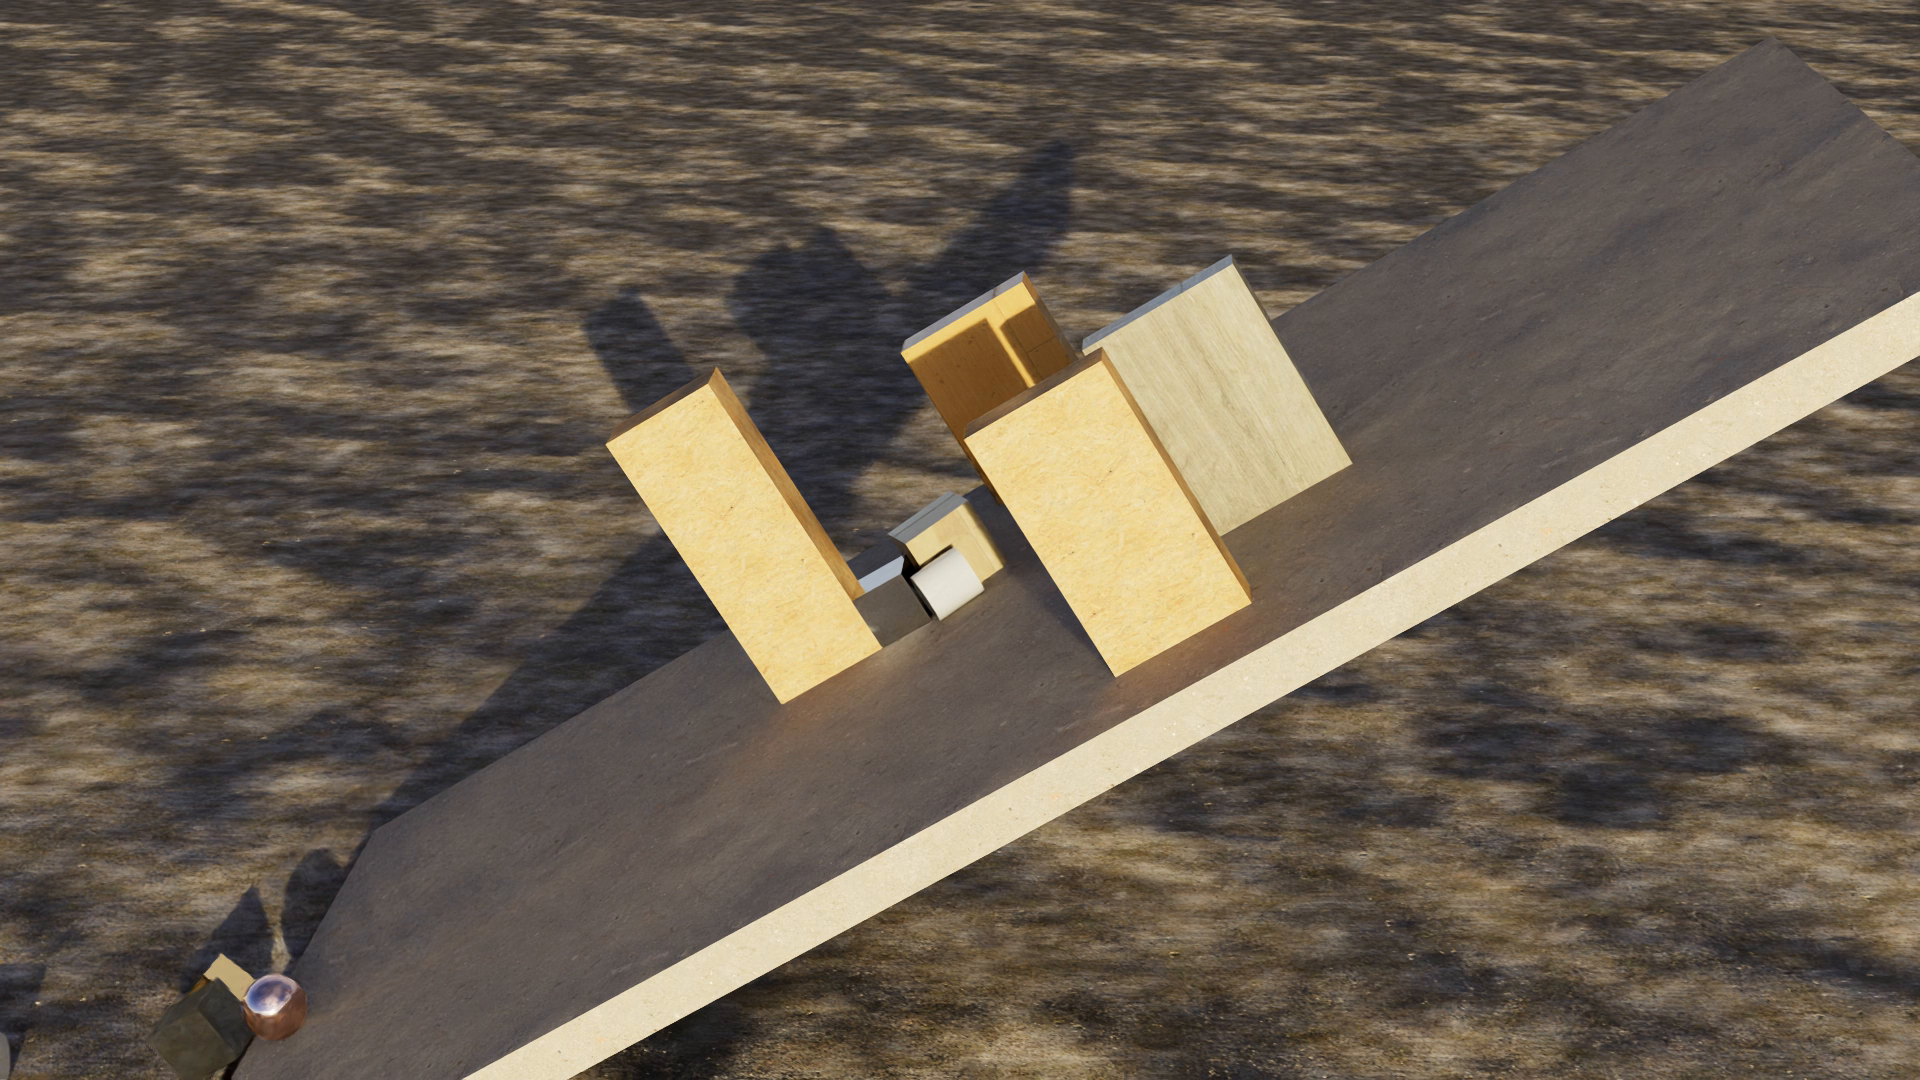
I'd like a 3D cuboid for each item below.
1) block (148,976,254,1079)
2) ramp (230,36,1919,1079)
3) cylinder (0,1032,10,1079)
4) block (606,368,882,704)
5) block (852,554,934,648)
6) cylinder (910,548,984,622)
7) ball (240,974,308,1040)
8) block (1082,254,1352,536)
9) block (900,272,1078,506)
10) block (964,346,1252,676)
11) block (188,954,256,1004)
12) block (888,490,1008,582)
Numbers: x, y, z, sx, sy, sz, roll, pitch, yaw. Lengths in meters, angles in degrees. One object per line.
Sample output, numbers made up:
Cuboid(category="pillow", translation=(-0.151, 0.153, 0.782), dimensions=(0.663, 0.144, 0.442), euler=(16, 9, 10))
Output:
Cuboid(category="block", translation=(-1.699, 1.106, 6.611), dimensions=(0.147, 0.147, 0.147), euler=(-33, 13, 15))
Cuboid(category="ramp", translation=(0.141, 0.169, 6.289), dimensions=(4.000, 0.100, 2.000), euler=(-29, 15, 13))
Cuboid(category="cylinder", translation=(-2.203, 1.166, 6.543), dimensions=(0.138, 0.138, 0.138), euler=(-1, 19, -2))
Cuboid(category="block", translation=(-0.467, -0.007, 6.517), dimensions=(0.267, 0.708, 0.137), euler=(-29, 15, 13))
Cuboid(category="block", translation=(-0.147, 0.135, 6.540), dimensions=(0.129, 0.129, 0.129), euler=(-29, 15, 13))
Cuboid(category="cylinder", translation=(-0.029, 0.096, 6.444), dimensions=(0.118, 0.118, 0.118), euler=(-34, 26, -6))
Cuboid(category="ball", translation=(-1.508, 1.027, 6.469), dimensions=(0.145, 0.145, 0.145), euler=(0, 19, 0))
Cuboid(category="block", translation=(0.509, -0.275, 5.822), dimensions=(0.339, 0.471, 0.081), euler=(-29, 15, 13))
Cuboid(category="block", translation=(0.121, -0.357, 6.953), dimensions=(0.333, 0.439, 0.107), euler=(-29, 15, 13))
Cuboid(category="block", translation=(0.276, -0.049, 5.446), dimensions=(0.292, 0.541, 0.097), euler=(-29, 15, 13))
Cuboid(category="block", translation=(-1.719, 1.055, 6.823), dimensions=(0.113, 0.113, 0.113), euler=(39, 19, -6))
Cuboid(category="block", translation=(-0.028, 0.018, 6.586), dimensions=(0.171, 0.171, 0.171), euler=(-35, 15, -8))
